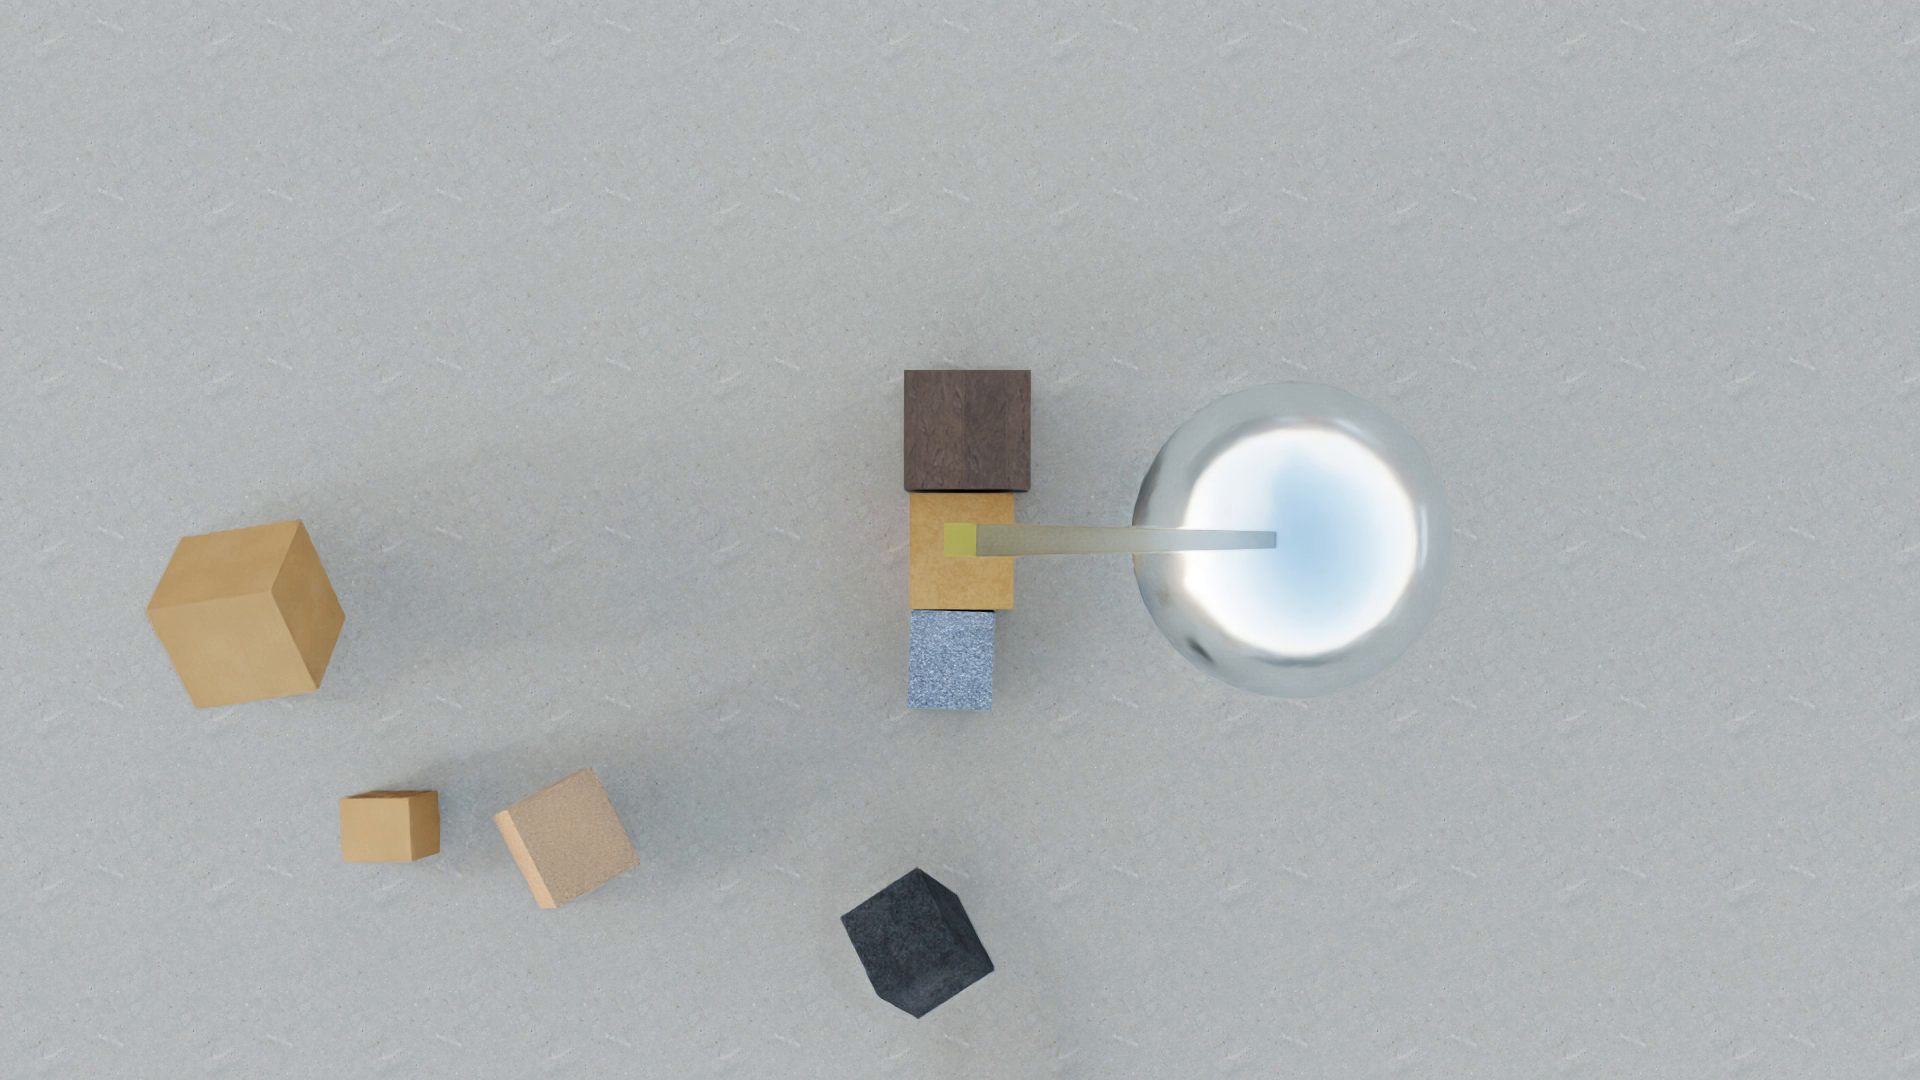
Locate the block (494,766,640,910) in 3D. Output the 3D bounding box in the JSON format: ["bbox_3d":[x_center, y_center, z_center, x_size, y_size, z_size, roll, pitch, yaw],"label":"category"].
[{"bbox_3d":[-2.261,1.716,12.626,0.533,0.594,0.612,-27,90,-21],"label":"block"}]

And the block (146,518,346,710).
[{"bbox_3d":[-4.032,0.419,12.476,0.723,0.675,0.722,-9,126,7],"label":"block"}]

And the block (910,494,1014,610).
[{"bbox_3d":[0.009,0.065,12.704,0.587,0.591,0.655,0,90,0],"label":"block"}]

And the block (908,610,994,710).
[{"bbox_3d":[-0.050,0.677,12.711,0.474,0.578,0.553,2,90,0],"label":"block"}]

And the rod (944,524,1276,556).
[{"bbox_3d":[0.719,0.000,7.781,0.080,5.200,0.080,0,90,16],"label":"rod"}]

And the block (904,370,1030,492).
[{"bbox_3d":[0.040,-0.615,12.614,0.706,0.773,0.663,0,90,0],"label":"block"}]

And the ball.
[{"bbox_3d":[1.660,0.000,11.049,1.600,1.600,1.600,0,90,0],"label":"ball"}]

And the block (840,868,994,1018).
[{"bbox_3d":[-0.241,2.310,12.585,0.535,0.585,0.531,-34,58,6],"label":"block"}]

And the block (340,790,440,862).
[{"bbox_3d":[-3.306,1.661,12.773,0.430,0.363,0.368,-3,90,14],"label":"block"}]
